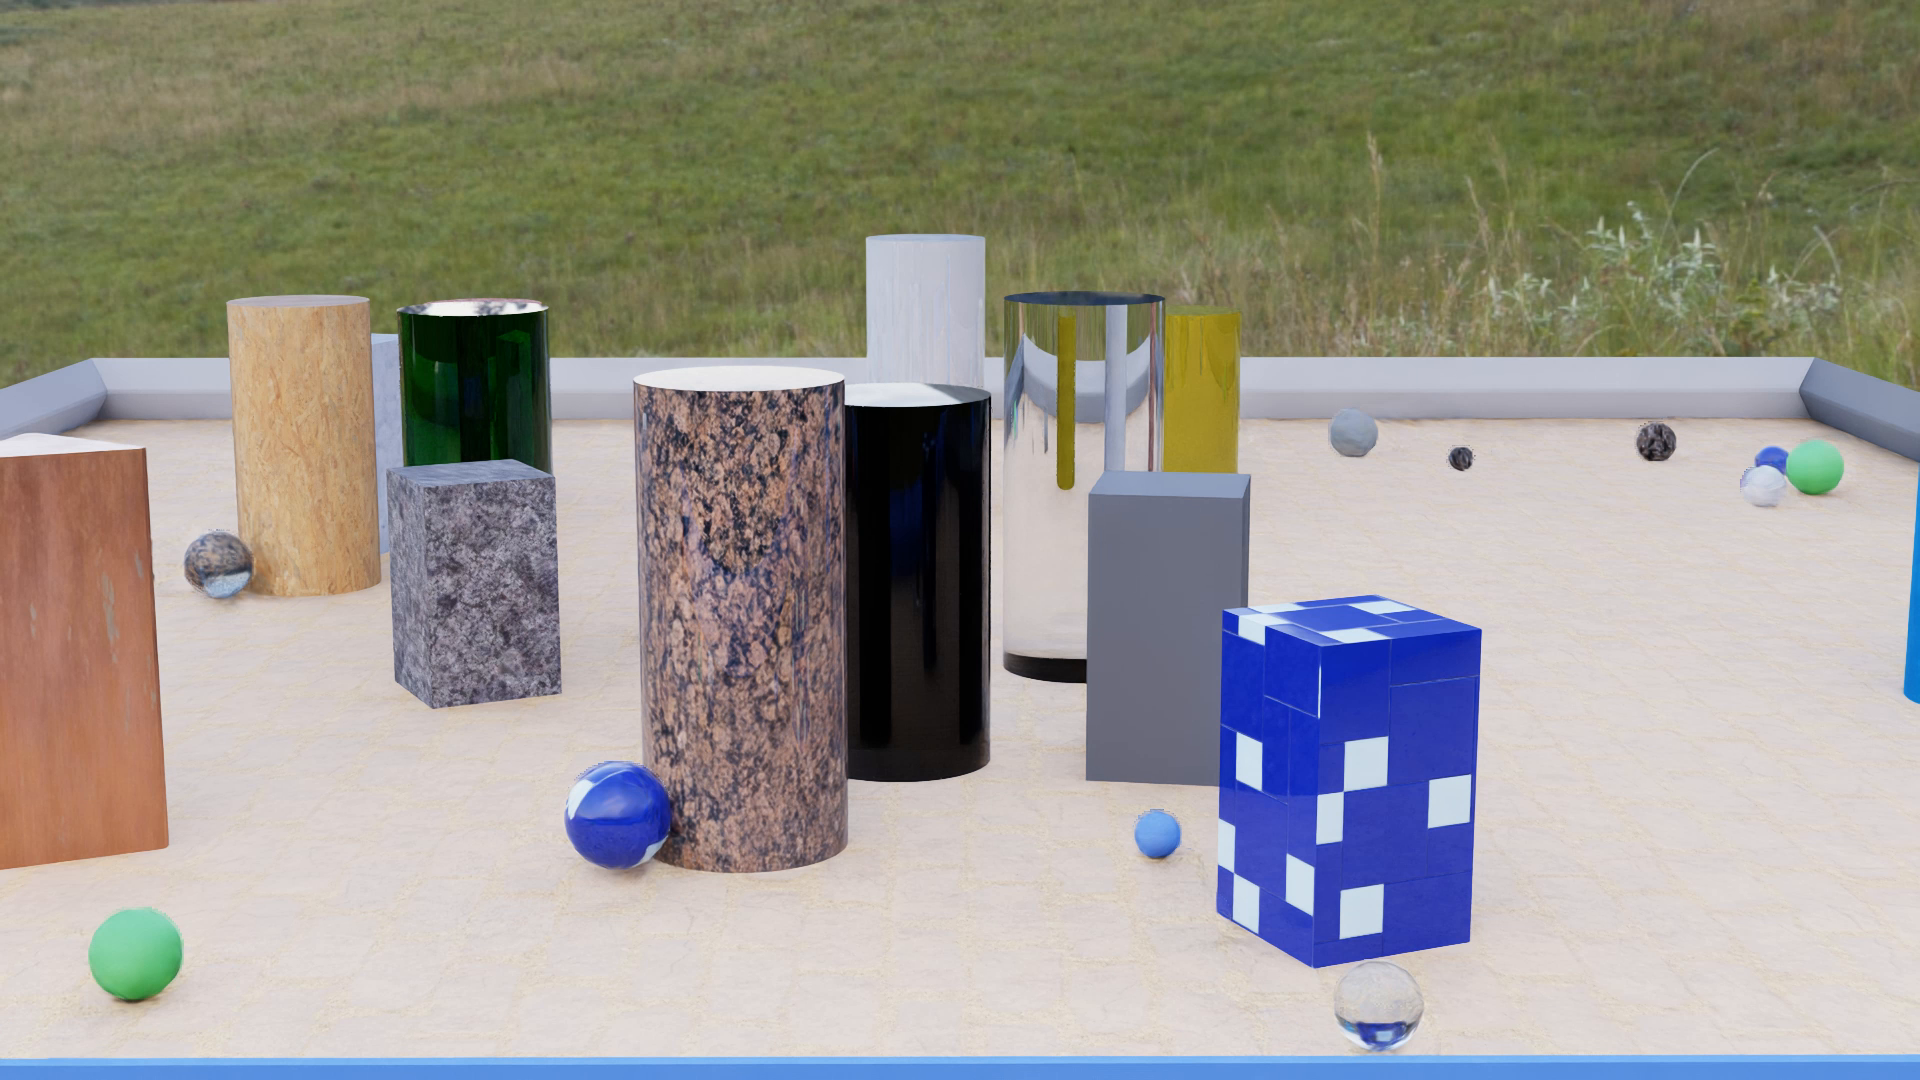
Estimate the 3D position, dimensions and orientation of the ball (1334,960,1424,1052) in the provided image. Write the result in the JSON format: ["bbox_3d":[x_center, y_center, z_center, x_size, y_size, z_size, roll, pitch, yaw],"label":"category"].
[{"bbox_3d":[0.313,0.348,1.916,0.067,0.067,0.067,0,11,0],"label":"ball"}]

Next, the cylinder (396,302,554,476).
[{"bbox_3d":[-0.630,-0.096,3.359,0.193,0.414,0.193,0,11,0],"label":"cylinder"}]

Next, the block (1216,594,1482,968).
[{"bbox_3d":[0.326,0.198,2.168,0.155,0.269,0.155,-5,12,-24],"label":"block"}]

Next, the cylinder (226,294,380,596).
[{"bbox_3d":[-0.921,-0.136,3.608,0.193,0.400,0.193,0,11,0],"label":"cylinder"}]

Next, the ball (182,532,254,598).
[{"bbox_3d":[-1.019,0.034,3.523,0.093,0.093,0.093,0,11,0],"label":"ball"}]

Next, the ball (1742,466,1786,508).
[{"bbox_3d":[1.336,-0.089,4.258,0.070,0.070,0.070,0,11,0],"label":"ball"}]

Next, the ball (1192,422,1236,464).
[{"bbox_3d":[0.468,-0.179,4.719,0.078,0.078,0.078,0,11,0],"label":"ball"}]

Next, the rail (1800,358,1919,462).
[{"bbox_3d":[1.760,0.030,3.459,0.045,0.126,3.801,0,11,0],"label":"rail"}]

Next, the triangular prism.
[{"bbox_3d":[-0.852,0.097,2.409,0.167,0.380,0.145,-5,12,-26],"label":"triangular prism"}]

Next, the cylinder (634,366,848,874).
[{"bbox_3d":[-0.202,0.069,2.392,0.193,0.442,0.193,0,11,0],"label":"cylinder"}]

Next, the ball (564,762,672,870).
[{"bbox_3d":[-0.310,0.250,2.327,0.097,0.097,0.097,0,11,0],"label":"ball"}]

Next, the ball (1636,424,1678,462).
[{"bbox_3d":[1.288,-0.180,4.744,0.072,0.072,0.072,0,11,0],"label":"ball"}]

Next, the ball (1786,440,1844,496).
[{"bbox_3d":[1.460,-0.124,4.382,0.095,0.095,0.095,0,11,0],"label":"ball"}]

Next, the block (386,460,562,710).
[{"bbox_3d":[-0.571,0.048,3.012,0.155,0.257,0.155,-6,12,-27],"label":"block"}]

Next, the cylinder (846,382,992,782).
[{"bbox_3d":[-0.064,0.040,2.693,0.193,0.389,0.193,0,11,0],"label":"cylinder"}]

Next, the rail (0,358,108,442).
[{"bbox_3d":[-1.760,0.034,3.439,0.045,0.126,3.801,0,11,0],"label":"rail"}]

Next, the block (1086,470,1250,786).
[{"bbox_3d":[0.218,0.089,2.675,0.155,0.299,0.155,2,11,9],"label":"block"}]

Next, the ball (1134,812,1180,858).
[{"bbox_3d":[0.183,0.274,2.381,0.043,0.043,0.043,0,11,0],"label":"ball"}]

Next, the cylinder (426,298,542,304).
[{"bbox_3d":[-0.788,-0.225,4.262,0.193,0.336,0.193,0,11,0],"label":"cylinder"}]

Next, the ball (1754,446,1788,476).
[{"bbox_3d":[1.438,-0.137,4.542,0.062,0.062,0.062,0,11,0],"label":"ball"}]

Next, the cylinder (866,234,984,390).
[{"bbox_3d":[-0.056,-0.268,4.190,0.193,0.448,0.193,0,11,0],"label":"cylinder"}]

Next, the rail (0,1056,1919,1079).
[{"bbox_3d":[0.011,0.375,1.604,3.568,0.126,0.045,0,11,0],"label":"rail"}]

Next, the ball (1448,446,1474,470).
[{"bbox_3d":[0.908,-0.147,4.647,0.043,0.043,0.043,0,11,0],"label":"ball"}]

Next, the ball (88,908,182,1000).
[{"bbox_3d":[-0.650,0.326,2.022,0.071,0.071,0.071,0,11,0],"label":"ball"}]

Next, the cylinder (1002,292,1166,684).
[{"bbox_3d":[0.149,-0.068,3.107,0.193,0.450,0.193,0,11,0],"label":"cylinder"}]

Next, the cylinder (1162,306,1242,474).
[{"bbox_3d":[0.399,-0.258,4.542,0.193,0.299,0.193,0,11,0],"label":"cylinder"}]

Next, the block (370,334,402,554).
[{"bbox_3d":[-0.926,-0.149,3.906,0.155,0.317,0.155,3,11,16],"label":"block"}]

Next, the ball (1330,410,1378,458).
[{"bbox_3d":[0.736,-0.199,4.796,0.090,0.090,0.090,0,11,0],"label":"ball"}]

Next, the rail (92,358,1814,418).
[{"bbox_3d":[-0.011,-0.311,5.295,3.568,0.126,0.045,0,11,0],"label":"rail"}]

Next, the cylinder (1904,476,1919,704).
[{"bbox_3d":[1.198,0.038,2.951,0.193,0.299,0.193,0,11,0],"label":"cylinder"}]
